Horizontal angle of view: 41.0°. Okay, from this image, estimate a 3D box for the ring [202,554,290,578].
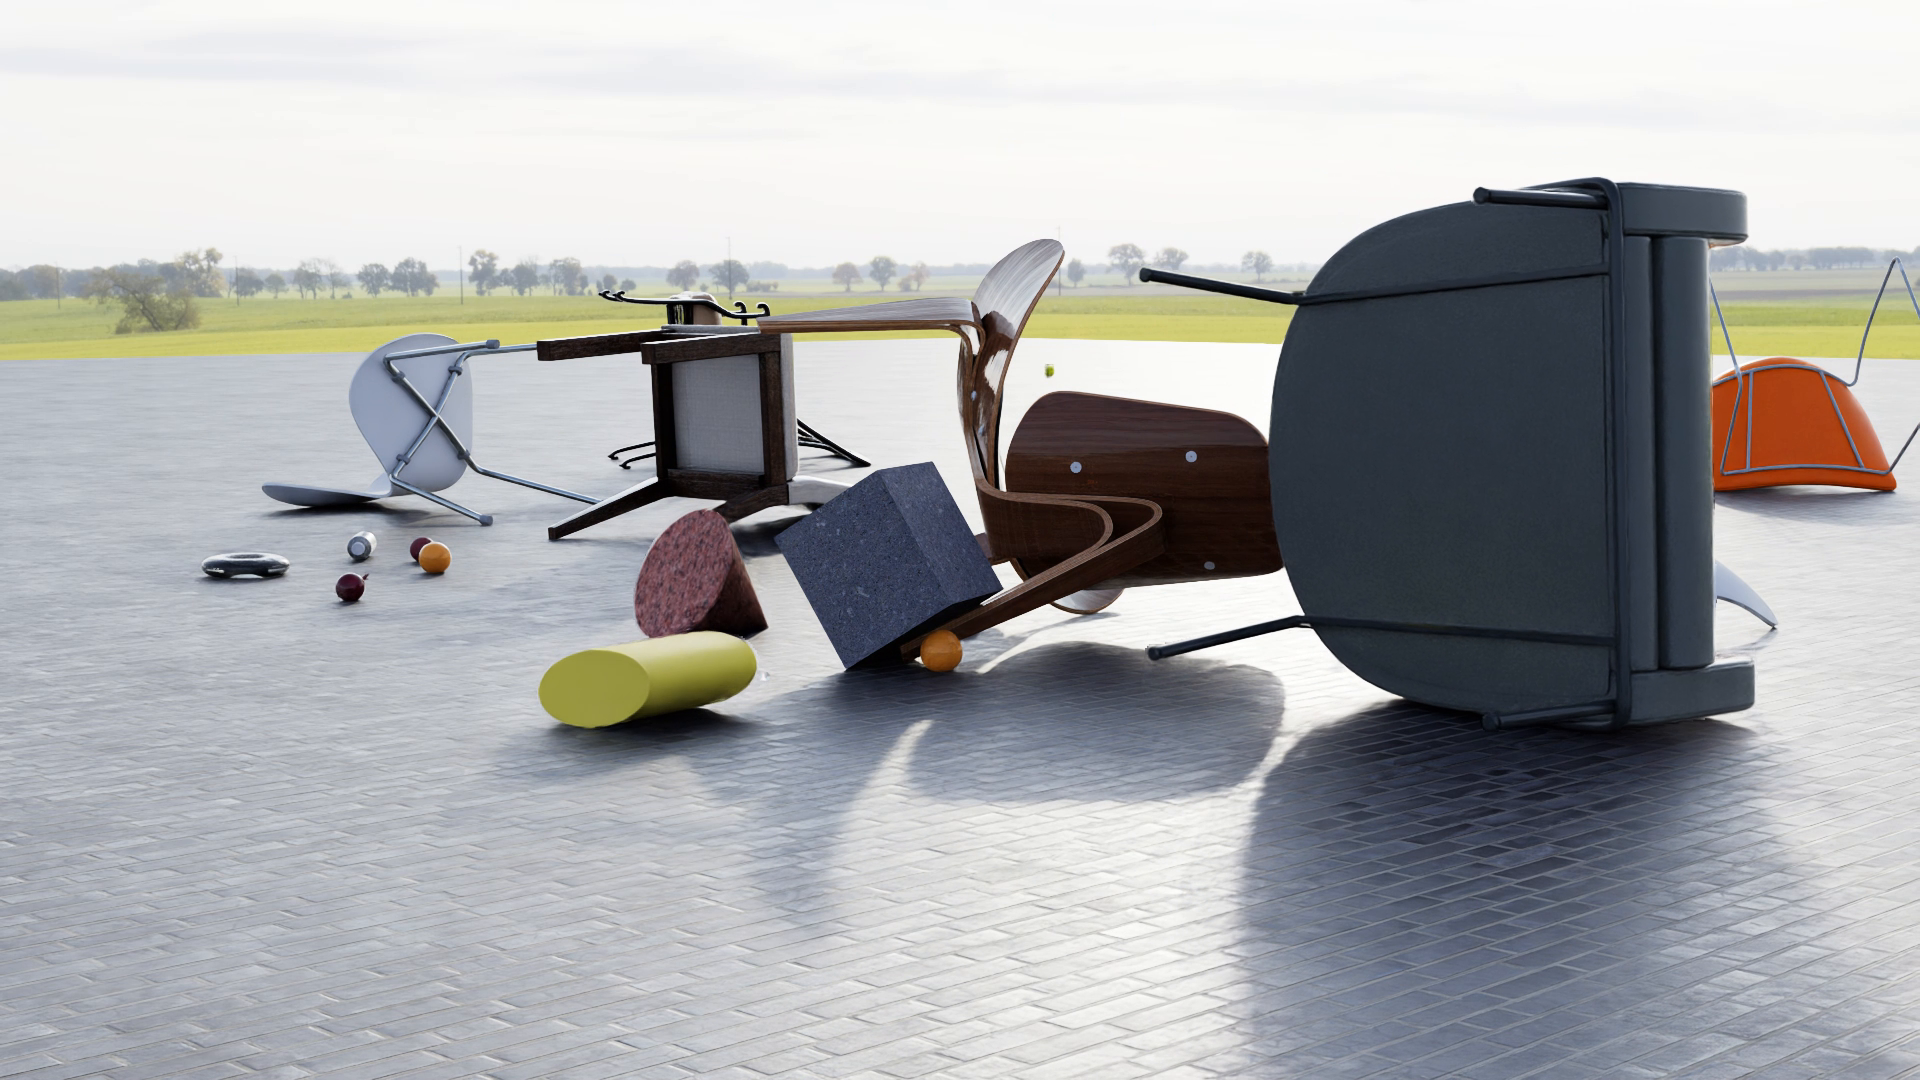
[{"bbox_3d":[-1.576,0.056,5.662,0.187,0.043,0.190,6,7,40],"label":"ring"}]

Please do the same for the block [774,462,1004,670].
[{"bbox_3d":[-0.119,0.040,4.375,0.229,0.256,0.223,-32,-8,23],"label":"block"}]

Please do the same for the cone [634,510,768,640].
[{"bbox_3d":[-0.433,0.114,4.750,0.220,0.256,0.297,34,13,-35],"label":"cone"}]

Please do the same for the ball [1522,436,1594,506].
[{"bbox_3d":[1.711,-0.197,7.348,0.200,0.200,0.200,0,6,0],"label":"ball"}]

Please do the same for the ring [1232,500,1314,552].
[{"bbox_3d":[0.758,-0.034,6.224,0.172,0.108,0.334,-3,5,-13],"label":"ring"}]

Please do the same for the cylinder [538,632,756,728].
[{"bbox_3d":[-0.465,0.207,3.830,0.223,0.113,0.240,-9,0,35],"label":"cylinder"}]

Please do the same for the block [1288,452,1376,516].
[{"bbox_3d":[1.041,-0.160,7.196,0.162,0.157,0.208,-2,6,-20],"label":"block"}]
